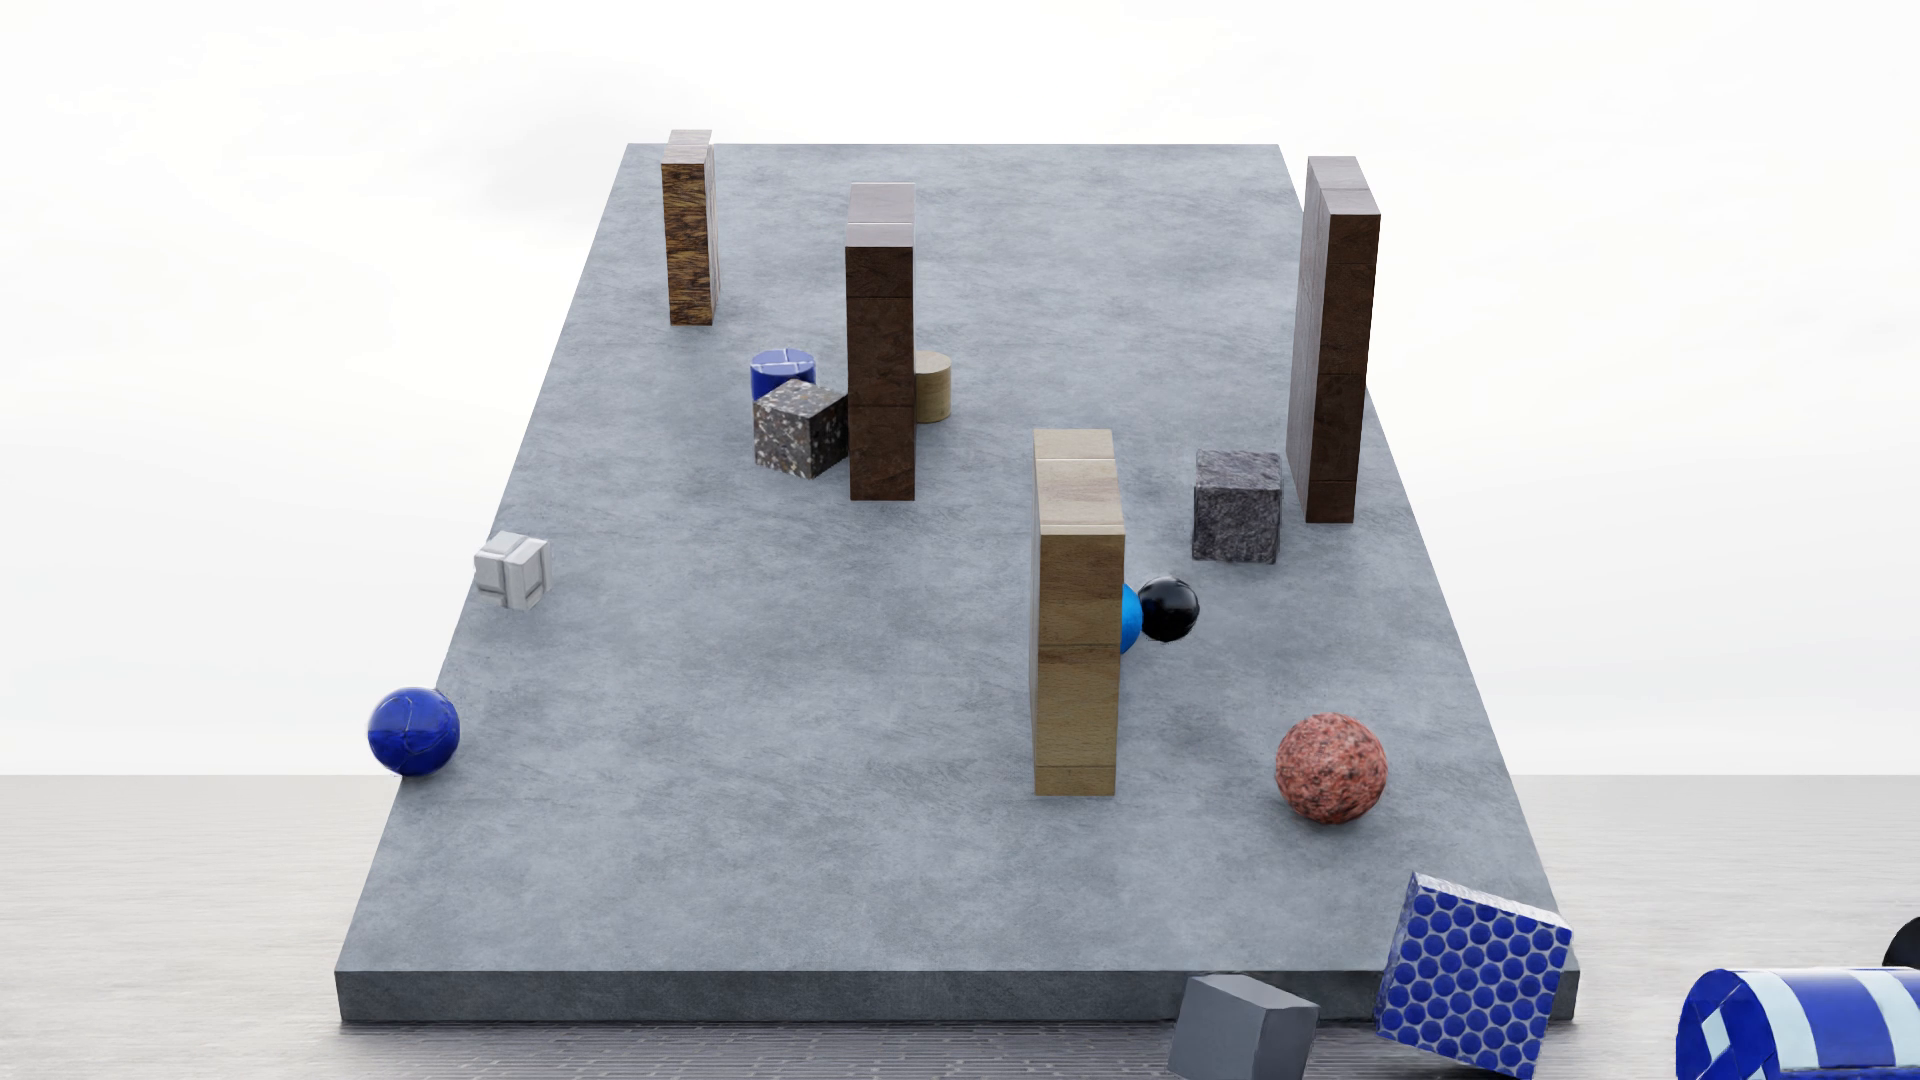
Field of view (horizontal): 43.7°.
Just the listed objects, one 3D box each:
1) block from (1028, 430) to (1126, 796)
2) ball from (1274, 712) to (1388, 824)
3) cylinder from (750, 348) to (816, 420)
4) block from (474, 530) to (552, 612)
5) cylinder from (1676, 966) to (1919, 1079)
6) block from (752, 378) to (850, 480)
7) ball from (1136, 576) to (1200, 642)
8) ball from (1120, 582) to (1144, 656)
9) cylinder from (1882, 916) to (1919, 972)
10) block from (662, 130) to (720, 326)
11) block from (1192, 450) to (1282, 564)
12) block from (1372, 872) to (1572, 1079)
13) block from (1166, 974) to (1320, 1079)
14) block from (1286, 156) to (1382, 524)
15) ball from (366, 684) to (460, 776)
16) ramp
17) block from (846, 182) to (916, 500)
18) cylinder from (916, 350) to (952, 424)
[{"bbox_3d":[0.205,0.127,4.322,0.142,0.530,0.404,0,29,0],"label":"block"},{"bbox_3d":[0.647,0.399,4.176,0.195,0.195,0.195,0,-5,0],"label":"ball"},{"bbox_3d":[-0.412,-0.348,5.592,0.149,0.149,0.149,0,29,0],"label":"cylinder"},{"bbox_3d":[-0.908,0.063,4.872,0.110,0.110,0.110,10,30,17],"label":"block"},{"bbox_3d":[0.868,0.536,2.421,0.204,0.204,0.204,1,-6,-12],"label":"cylinder"},{"bbox_3d":[-0.358,-0.251,5.407,0.154,0.154,0.154,17,33,27],"label":"block"},{"bbox_3d":[0.407,0.136,4.724,0.130,0.130,0.130,0,-5,0],"label":"ball"},{"bbox_3d":[0.274,0.151,4.659,0.166,0.166,0.166,0,-5,0],"label":"ball"},{"bbox_3d":[1.364,0.594,3.138,0.210,0.210,0.210,5,-7,-26],"label":"cylinder"},{"bbox_3d":[-0.686,-0.800,6.123,0.106,0.435,0.258,0,29,0],"label":"block"},{"bbox_3d":[0.584,-0.071,5.062,0.174,0.174,0.174,3,29,4],"label":"block"},{"bbox_3d":[0.687,0.584,3.228,0.205,0.205,0.205,16,0,9],"label":"block"},{"bbox_3d":[0.344,0.604,2.907,0.117,0.117,0.117,16,4,42],"label":"block"},{"bbox_3d":[0.800,-0.432,5.168,0.103,0.708,0.353,0,29,0],"label":"block"},{"bbox_3d":[-0.982,0.342,4.300,0.166,0.166,0.166,0,-5,0],"label":"ball"},{"bbox_3d":[-0.012,-0.220,5.619,2.000,0.100,4.000,0,29,0],"label":"ramp"},{"bbox_3d":[-0.170,-0.442,5.298,0.141,0.597,0.392,0,29,0],"label":"block"},{"bbox_3d":[-0.085,-0.360,5.636,0.129,0.129,0.129,0,29,0],"label":"cylinder"}]
